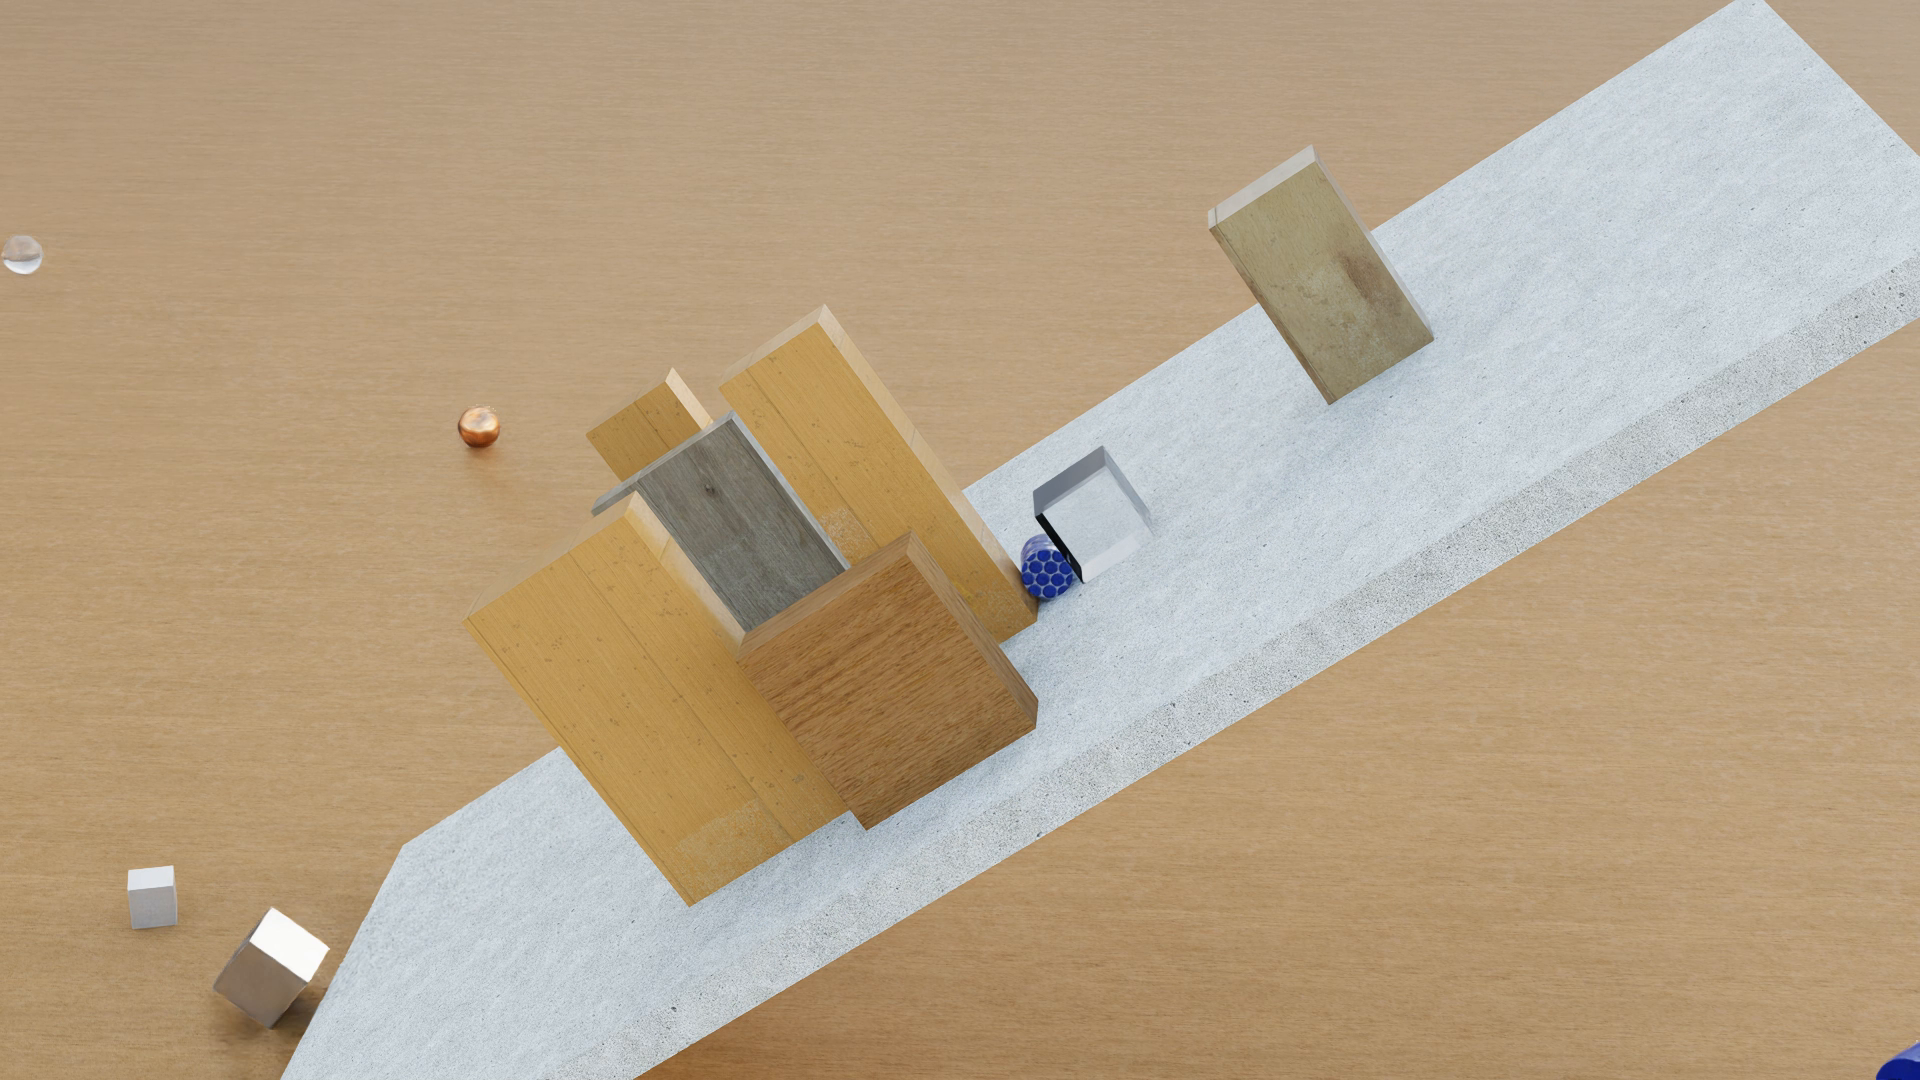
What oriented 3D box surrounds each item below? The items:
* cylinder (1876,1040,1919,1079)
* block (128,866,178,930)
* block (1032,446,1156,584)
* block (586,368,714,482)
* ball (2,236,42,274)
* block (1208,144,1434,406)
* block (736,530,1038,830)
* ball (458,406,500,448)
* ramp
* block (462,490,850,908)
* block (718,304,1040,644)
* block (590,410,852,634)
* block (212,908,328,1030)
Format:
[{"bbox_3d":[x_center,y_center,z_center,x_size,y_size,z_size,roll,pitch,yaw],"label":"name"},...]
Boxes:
[{"bbox_3d":[2.195,1.223,6.622,0.188,0.188,0.188,-19,28,-40],"label":"cylinder"},{"bbox_3d":[-2.064,0.914,7.522,0.112,0.112,0.112,-5,22,-13],"label":"block"},{"bbox_3d":[0.278,-0.054,6.138,0.179,0.179,0.179,-33,15,10],"label":"block"},{"bbox_3d":[-0.595,-0.066,7.111,0.241,0.685,0.110,-32,16,15],"label":"block"},{"bbox_3d":[-4.159,-1.266,13.050,0.172,0.172,0.172,0,21,0],"label":"ball"},{"bbox_3d":[0.743,-0.545,6.060,0.254,0.453,0.144,-32,16,15],"label":"block"},{"bbox_3d":[-0.136,0.269,5.613,0.396,0.425,0.131,-32,16,15],"label":"block"},{"bbox_3d":[-1.778,-0.416,10.883,0.156,0.156,0.156,0,21,0],"label":"ball"},{"bbox_3d":[0.136,0.173,6.305,4.000,0.100,2.000,-32,16,15],"label":"ramp"},{"bbox_3d":[-0.589,0.321,5.836,0.402,0.746,0.141,-32,16,15],"label":"block"},{"bbox_3d":[-0.161,-0.093,6.069,0.251,0.777,0.127,-32,16,15],"label":"block"},{"bbox_3d":[-0.510,0.043,6.794,0.405,0.585,0.081,-32,16,15],"label":"block"},{"bbox_3d":[-1.652,1.027,7.055,0.170,0.170,0.170,37,20,-9],"label":"block"}]
